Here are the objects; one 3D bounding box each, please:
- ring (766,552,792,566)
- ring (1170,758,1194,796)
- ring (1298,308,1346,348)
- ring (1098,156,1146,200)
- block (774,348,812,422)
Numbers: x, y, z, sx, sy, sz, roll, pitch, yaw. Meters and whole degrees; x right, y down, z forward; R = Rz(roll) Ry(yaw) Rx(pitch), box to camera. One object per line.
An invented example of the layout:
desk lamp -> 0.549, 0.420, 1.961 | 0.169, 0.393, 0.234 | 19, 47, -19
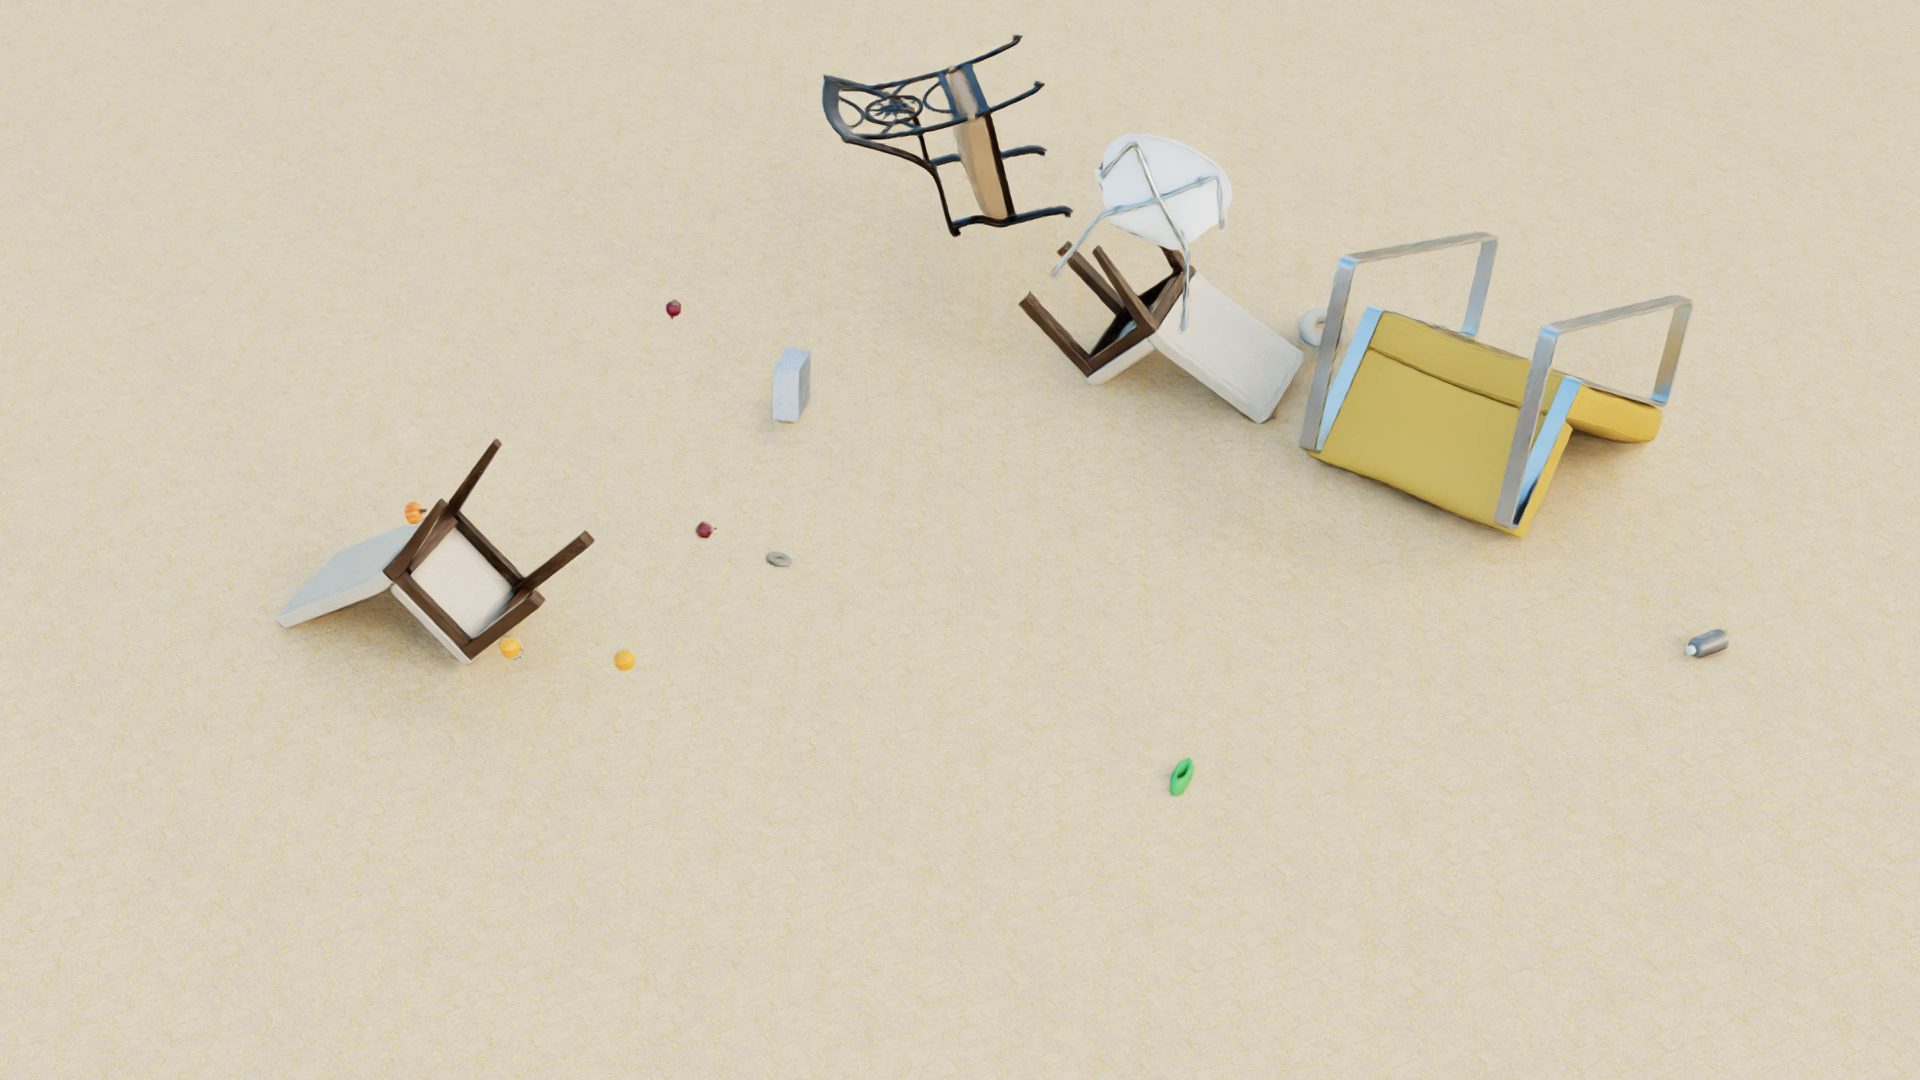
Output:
ring -> -0.667, 0.070, 10.821 | 0.110, 0.018, 0.072 | 23, 40, 30
ring -> 0.736, 0.782, 9.706 | 0.062, 0.057, 0.180 | 11, 34, 19
ring -> 1.497, -0.876, 12.129 | 0.200, 0.051, 0.244 | 35, 48, 11
ring -> 0.694, -1.548, 12.544 | 0.192, 0.129, 0.261 | -26, 31, -9
block -> -0.667, -0.618, 11.657 | 0.102, 0.211, 0.255 | 5, 25, 7
